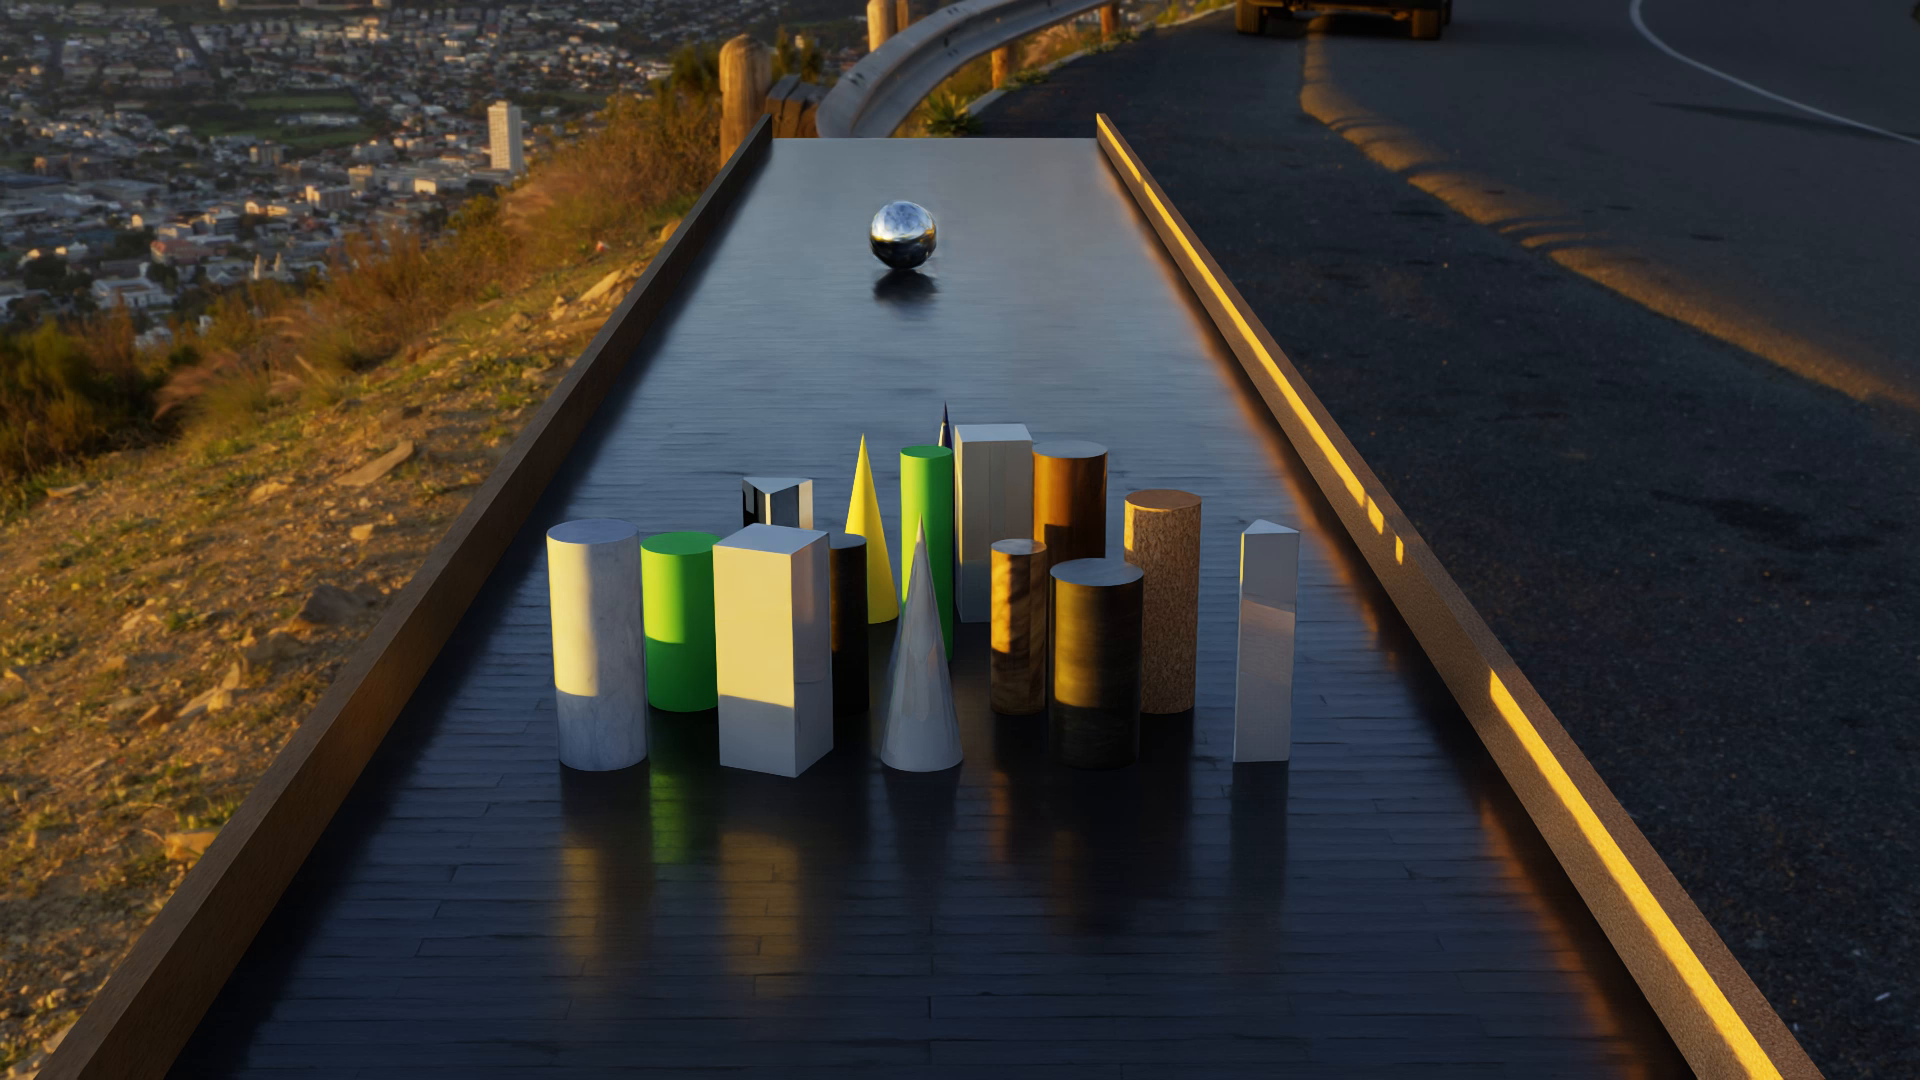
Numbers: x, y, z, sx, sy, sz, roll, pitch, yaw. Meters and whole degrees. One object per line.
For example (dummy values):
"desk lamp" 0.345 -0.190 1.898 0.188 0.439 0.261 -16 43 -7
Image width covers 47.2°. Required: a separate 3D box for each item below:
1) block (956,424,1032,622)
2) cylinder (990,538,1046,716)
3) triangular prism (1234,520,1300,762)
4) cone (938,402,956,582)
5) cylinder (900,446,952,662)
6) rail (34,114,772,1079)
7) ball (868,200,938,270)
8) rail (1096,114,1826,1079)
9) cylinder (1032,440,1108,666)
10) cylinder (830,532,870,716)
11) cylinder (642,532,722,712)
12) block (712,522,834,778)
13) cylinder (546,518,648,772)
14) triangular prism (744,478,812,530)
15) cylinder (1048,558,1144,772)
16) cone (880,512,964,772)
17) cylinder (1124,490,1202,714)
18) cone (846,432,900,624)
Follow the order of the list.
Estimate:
"block" 0.070 -0.037 4.661 0.147 0.393 0.147 -2 17 -5
"cylinder" 0.109 0.163 4.127 0.104 0.315 0.104 0 17 0
"triangular prism" 0.531 0.178 3.889 0.100 0.422 0.086 -2 17 -6
"cone" -0.032 -0.115 4.904 0.115 0.405 0.115 0 17 0
"cylinder" -0.065 0.031 4.374 0.103 0.427 0.103 0 17 0
"rail" -1.118 -0.838 7.780 0.050 0.150 12.000 0 17 -1
"ball" -0.230 -1.228 8.870 0.277 0.277 0.277 0 17 0
"rail" 0.932 -0.844 7.801 0.050 0.150 12.000 0 17 -1
"cylinder" 0.216 0.027 4.383 0.149 0.429 0.149 0 17 0
"cylinder" -0.224 0.158 4.120 0.105 0.328 0.105 0 17 0
"cylinder" -0.521 0.154 4.168 0.153 0.309 0.153 0 17 0
"block" -0.326 0.192 3.869 0.149 0.406 0.149 7 18 22
"cylinder" -0.638 0.184 3.877 0.157 0.416 0.157 0 17 0
"triangular prism" -0.385 0.055 4.419 0.120 0.355 0.138 11 20 33
"cylinder" 0.239 0.219 3.891 0.164 0.341 0.164 0 17 0
"cone" -0.068 0.168 3.865 0.149 0.455 0.149 0 17 0
"cylinder" 0.378 0.115 4.140 0.141 0.399 0.141 0 17 0
"cone" -0.202 -0.034 4.646 0.148 0.396 0.148 0 17 0
